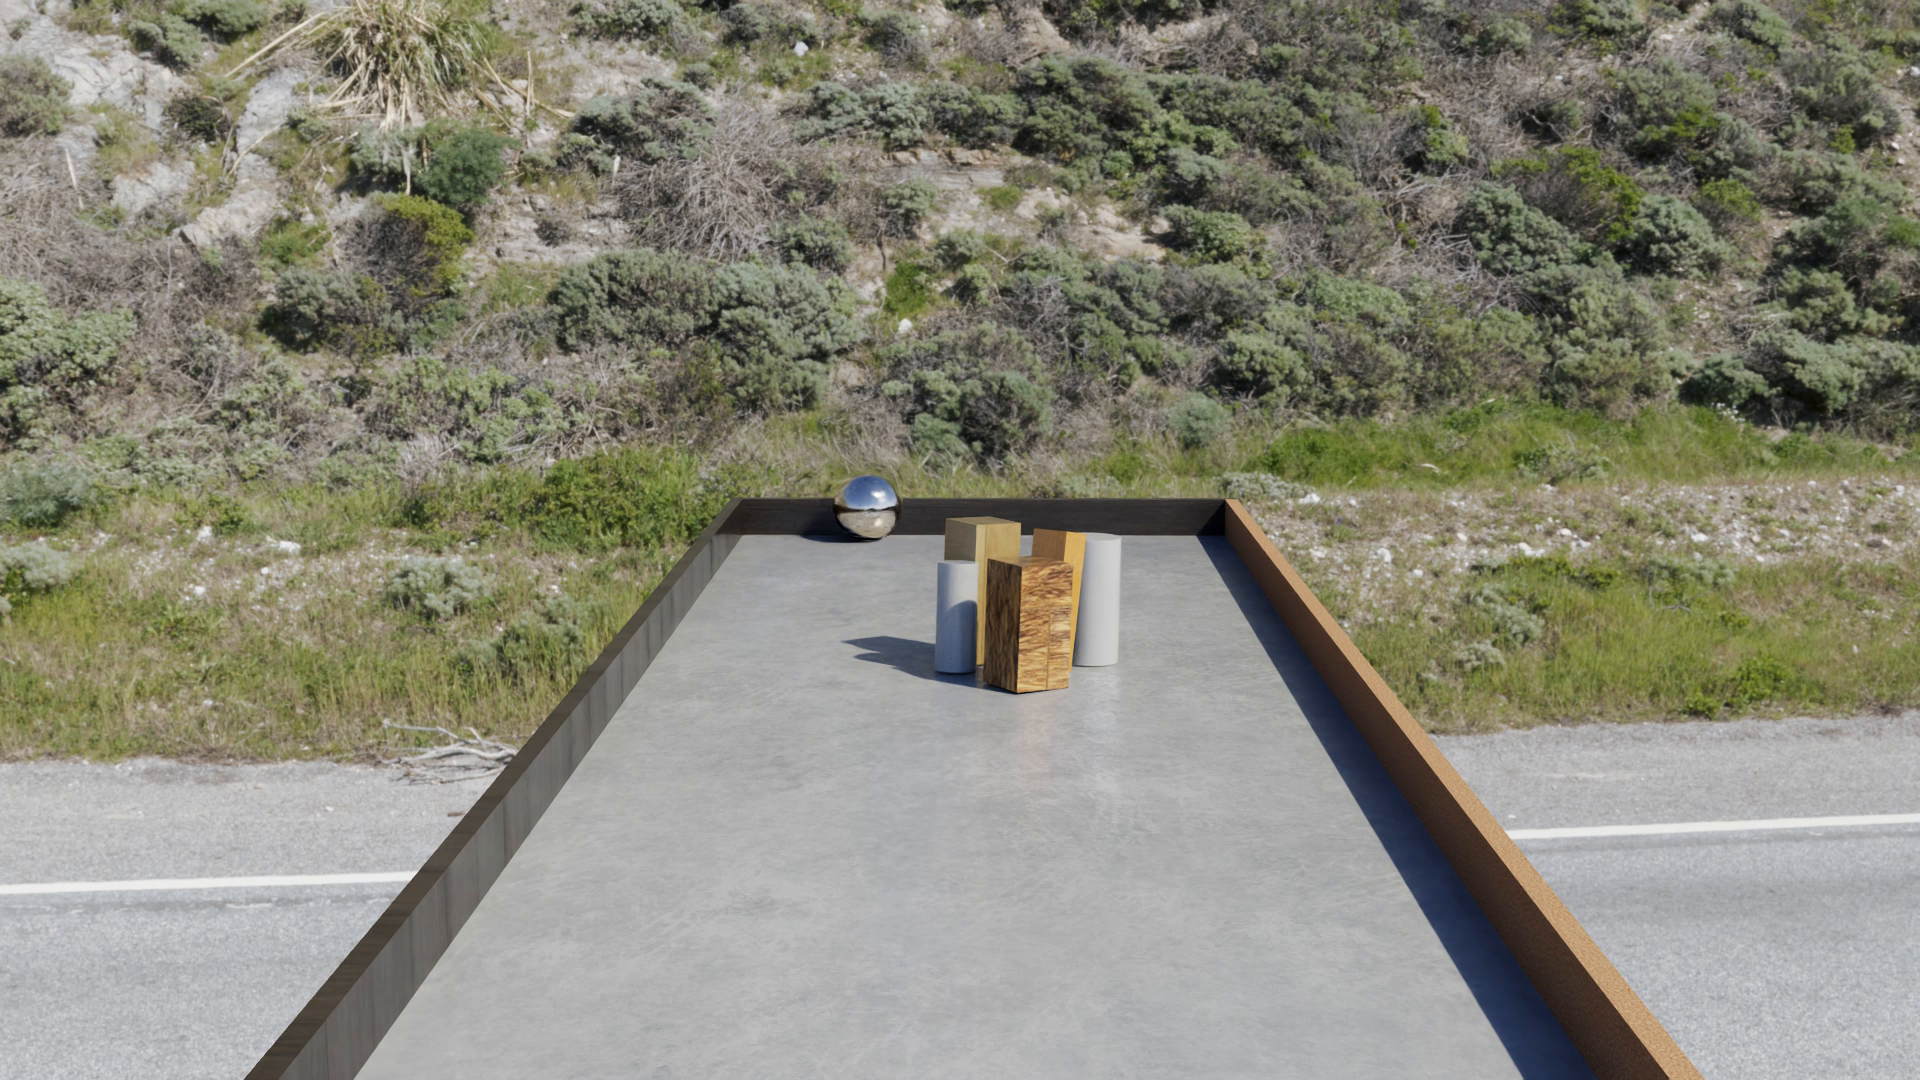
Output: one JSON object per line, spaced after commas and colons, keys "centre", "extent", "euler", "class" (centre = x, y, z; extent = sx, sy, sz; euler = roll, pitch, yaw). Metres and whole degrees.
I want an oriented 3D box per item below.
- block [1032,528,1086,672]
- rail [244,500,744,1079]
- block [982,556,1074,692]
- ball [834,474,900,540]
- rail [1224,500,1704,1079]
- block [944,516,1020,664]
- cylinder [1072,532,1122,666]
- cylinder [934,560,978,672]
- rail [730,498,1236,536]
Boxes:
{"centre": [0.275, 0.178, 6.525], "extent": [0.113, 0.411, 0.113], "euler": [6, -1, 34], "class": "block"}
{"centre": [-1.004, 0.839, 3.234], "extent": [0.050, 0.150, 12.000], "euler": [0, 9, 1], "class": "rail"}
{"centre": [0.195, 0.239, 6.327], "extent": [0.177, 0.361, 0.177], "euler": [-3, 9, -32], "class": "block"}
{"centre": [-0.381, -0.135, 8.983], "extent": [0.274, 0.274, 0.274], "euler": [0, 9, 0], "class": "ball"}
{"centre": [1.046, 0.843, 3.208], "extent": [0.050, 0.150, 12.000], "euler": [0, 9, 1], "class": "rail"}
{"centre": [0.062, 0.152, 6.677], "extent": [0.164, 0.424, 0.164], "euler": [-3, 9, -35], "class": "block"}
{"centre": [0.394, 0.178, 6.659], "extent": [0.180, 0.380, 0.180], "euler": [1, 8, 0], "class": "cylinder"}
{"centre": [-0.009, 0.226, 6.528], "extent": [0.123, 0.322, 0.123], "euler": [2, 5, 0], "class": "cylinder"}
{"centre": [0.099, -0.098, 9.147], "extent": [2.100, 0.150, 0.050], "euler": [0, 9, 1], "class": "rail"}
